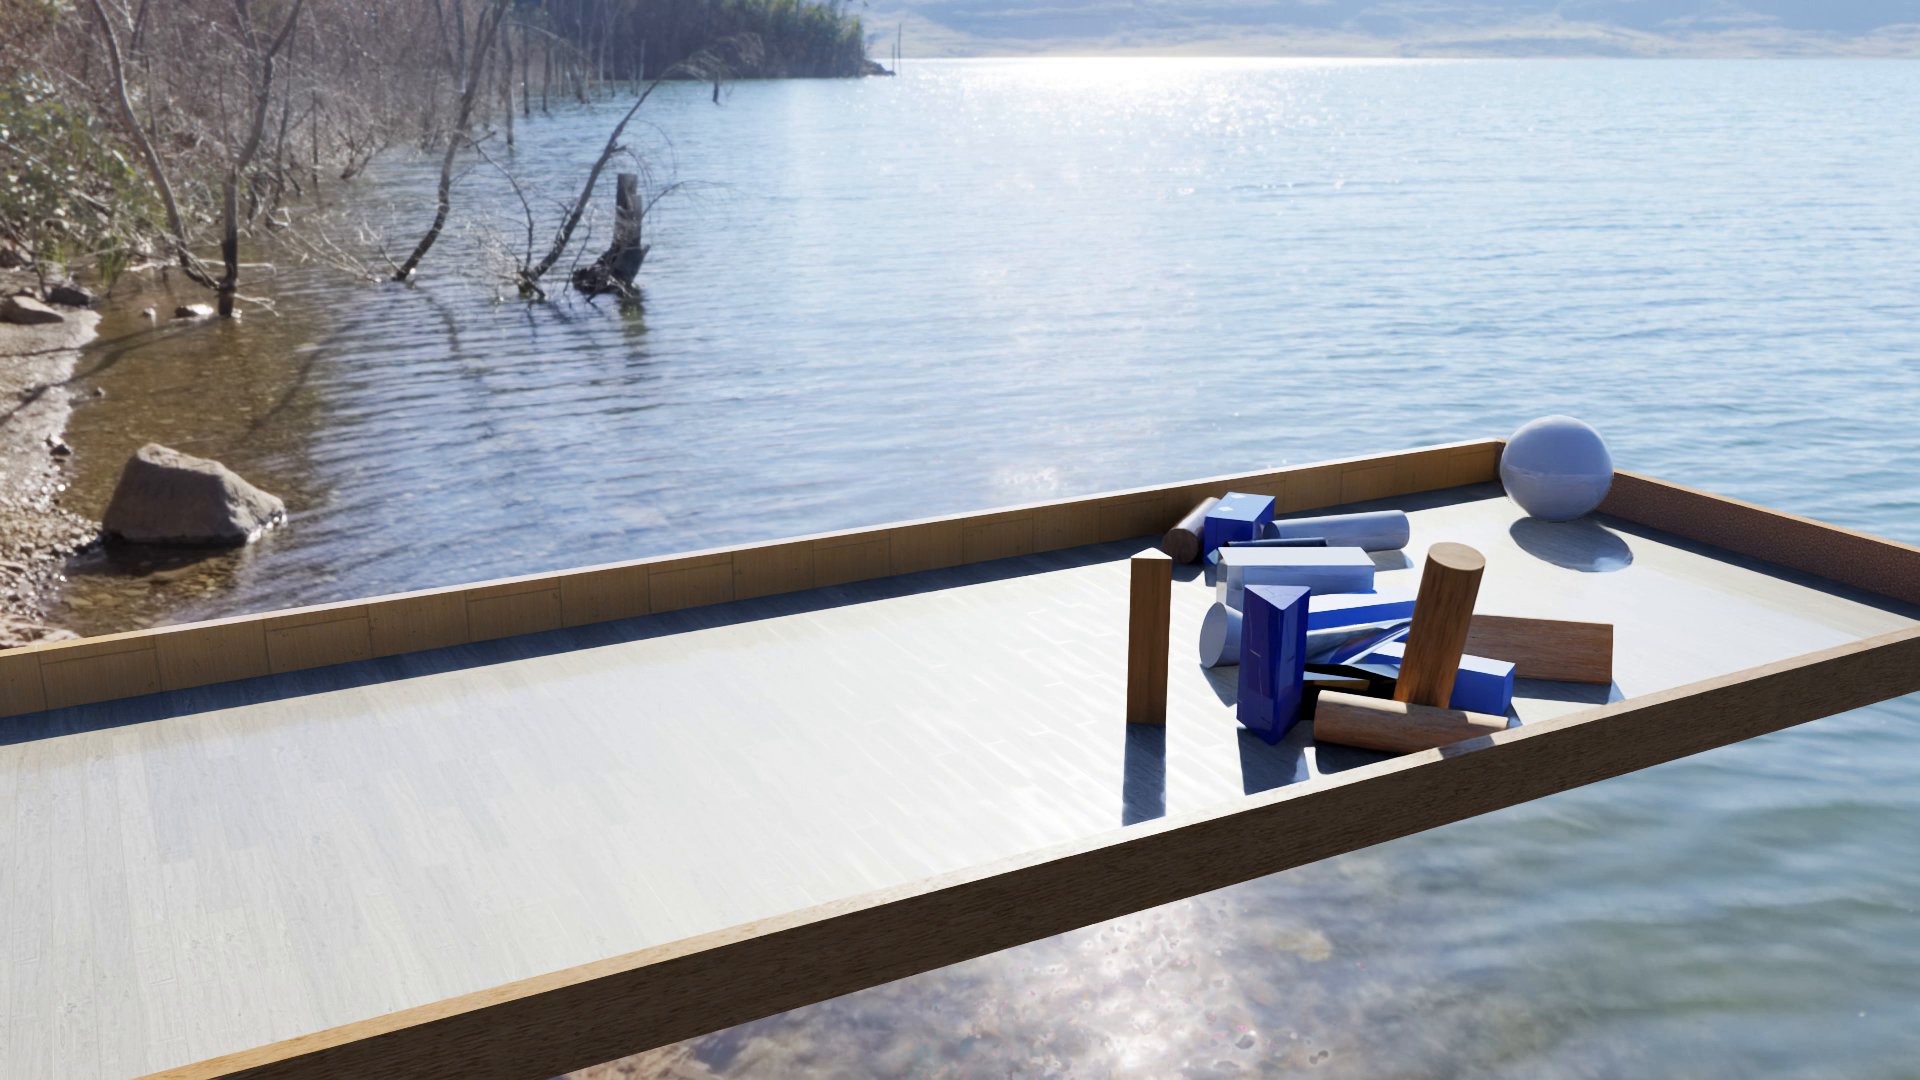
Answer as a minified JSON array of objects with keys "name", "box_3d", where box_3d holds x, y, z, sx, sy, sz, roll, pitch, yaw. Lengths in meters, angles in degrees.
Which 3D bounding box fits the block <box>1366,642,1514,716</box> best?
[{"name":"block","box_3d":[1.173,0.334,4.040,0.332,0.100,0.100,10,19,30]}]

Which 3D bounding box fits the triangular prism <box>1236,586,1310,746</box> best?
[{"name":"triangular prism","box_3d":[0.701,0.275,3.783,0.126,0.342,0.145,15,27,32]}]

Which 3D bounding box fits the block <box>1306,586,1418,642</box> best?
[{"name":"block","box_3d":[1.028,0.216,4.420,0.430,0.113,0.113,-5,17,-18]}]

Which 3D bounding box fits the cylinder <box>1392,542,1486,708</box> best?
[{"name":"cylinder","box_3d":[1.073,0.233,3.724,0.125,0.456,0.125,3,29,-2]}]

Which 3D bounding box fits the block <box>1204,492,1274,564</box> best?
[{"name":"block","box_3d":[0.883,-0.035,5.207,0.150,0.150,0.316,7,18,21]}]

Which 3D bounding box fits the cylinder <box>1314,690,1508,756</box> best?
[{"name":"cylinder","box_3d":[1.011,0.425,3.703,0.408,0.116,0.116,7,18,23]}]

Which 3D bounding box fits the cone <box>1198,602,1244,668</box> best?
[{"name":"cone","box_3d":[0.809,0.275,4.269,0.336,0.172,0.172,11,14,-13]}]

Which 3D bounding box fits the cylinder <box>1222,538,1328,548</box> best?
[{"name":"cylinder","box_3d":[0.955,0.049,5.004,0.300,0.104,0.104,-2,17,-8]}]

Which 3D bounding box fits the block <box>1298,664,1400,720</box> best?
[{"name":"block","box_3d":[0.917,0.363,3.938,0.441,0.102,0.102,0,16,0]}]

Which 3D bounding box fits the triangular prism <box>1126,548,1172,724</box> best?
[{"name":"triangular prism","box_3d":[0.443,0.225,3.867,0.093,0.407,0.080,2,16,7]}]

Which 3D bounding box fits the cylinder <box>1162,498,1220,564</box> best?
[{"name":"cylinder","box_3d":[0.754,-0.033,5.261,0.116,0.116,0.400,7,18,22]}]

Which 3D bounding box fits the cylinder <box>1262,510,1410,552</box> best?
[{"name":"cylinder","box_3d":[1.182,-0.014,5.181,0.450,0.125,0.125,-5,17,-16]}]

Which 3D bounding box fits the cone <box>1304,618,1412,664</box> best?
[{"name":"cone","box_3d":[0.994,0.243,4.048,0.376,0.151,0.151,-19,15,6]}]

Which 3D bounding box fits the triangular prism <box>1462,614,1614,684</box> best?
[{"name":"triangular prism","box_3d":[1.444,0.261,4.218,0.415,0.133,0.154,4,16,13]}]

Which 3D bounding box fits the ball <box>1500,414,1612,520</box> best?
[{"name":"ball","box_3d":[2.005,-0.243,5.552,0.355,0.355,0.355,0,16,0]}]

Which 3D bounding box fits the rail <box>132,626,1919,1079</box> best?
[{"name":"rail","box_3d":[-2.336,1.006,1.665,12.000,0.150,0.050,-9,18,-27]}]

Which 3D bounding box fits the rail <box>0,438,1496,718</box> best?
[{"name":"rail","box_3d":[-3.305,0.497,3.399,12.000,0.150,0.050,-9,18,-27]}]

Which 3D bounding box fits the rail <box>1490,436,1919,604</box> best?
[{"name":"rail","box_3d":[2.466,-0.048,5.253,0.050,0.150,2.100,-9,18,-27]}]

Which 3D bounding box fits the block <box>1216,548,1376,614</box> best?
[{"name":"block","box_3d":[0.936,0.126,4.626,0.405,0.169,0.169,0,16,0]}]
